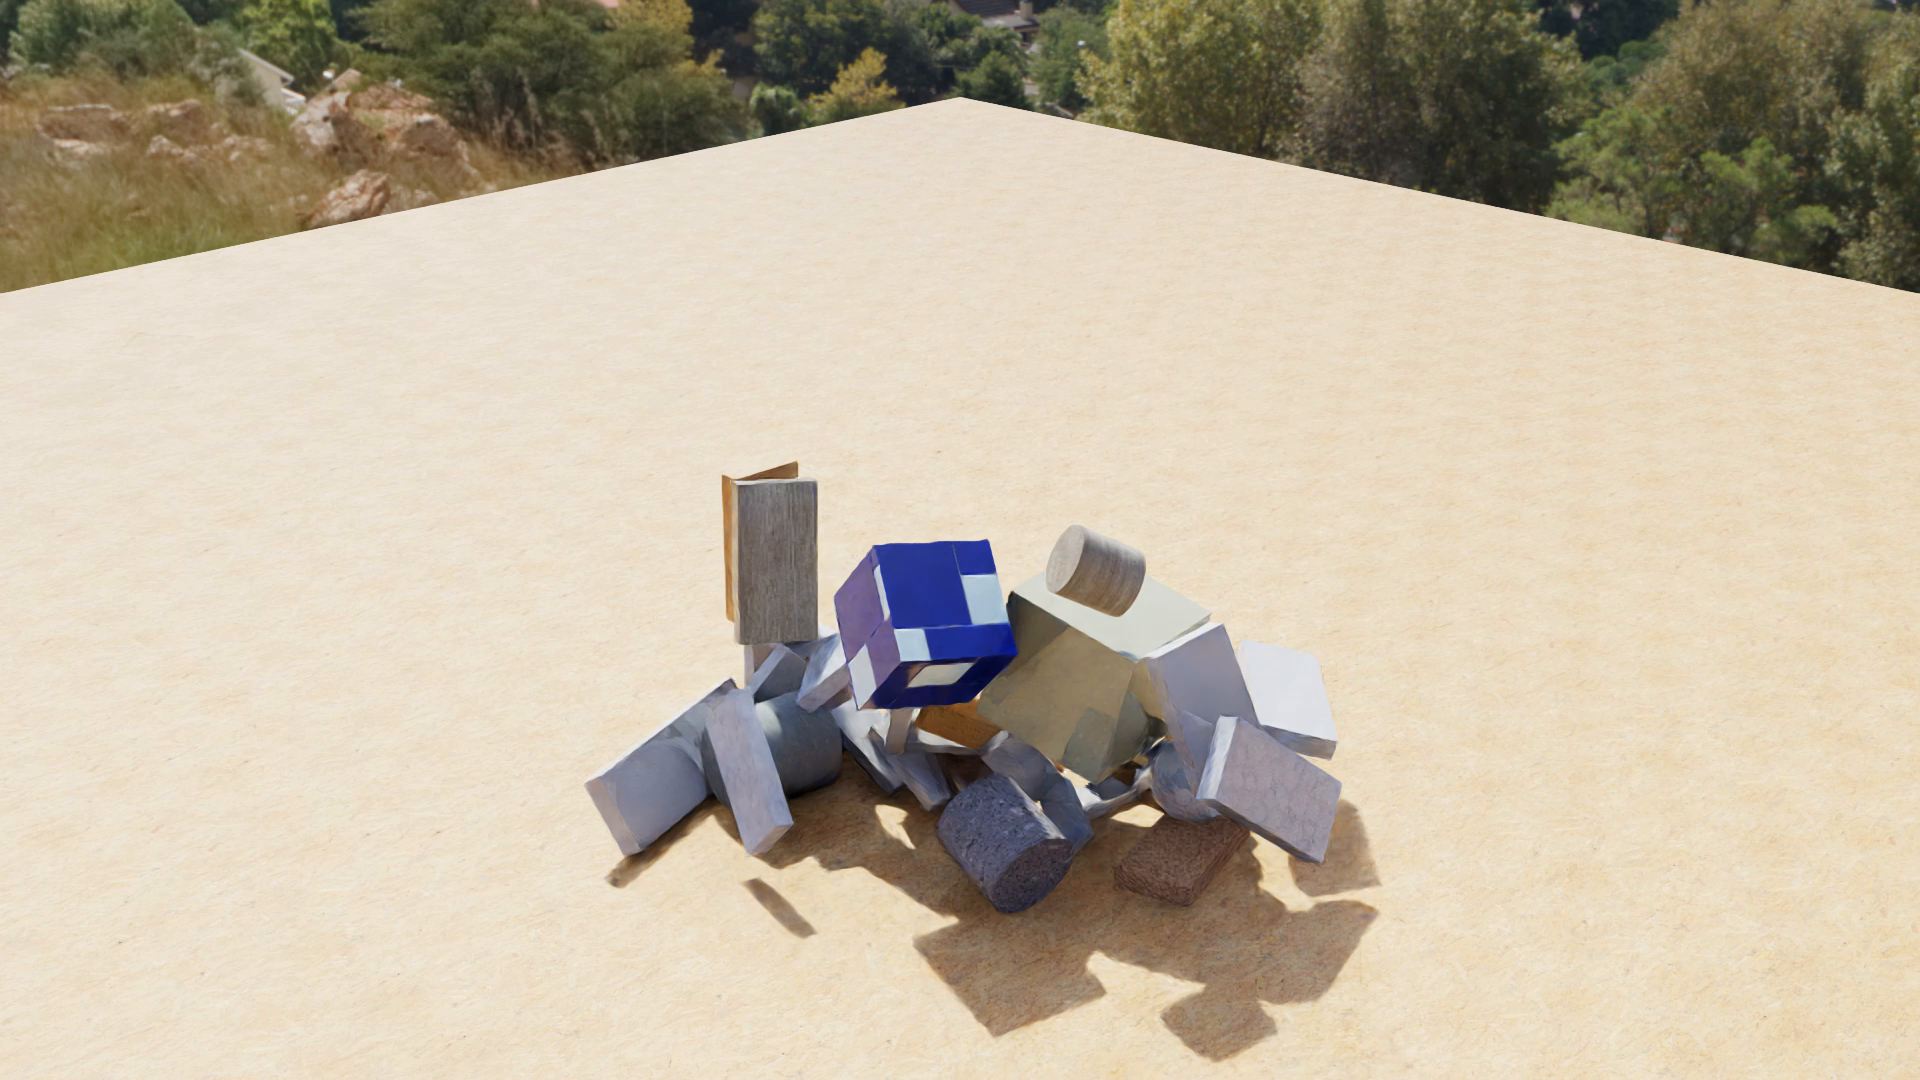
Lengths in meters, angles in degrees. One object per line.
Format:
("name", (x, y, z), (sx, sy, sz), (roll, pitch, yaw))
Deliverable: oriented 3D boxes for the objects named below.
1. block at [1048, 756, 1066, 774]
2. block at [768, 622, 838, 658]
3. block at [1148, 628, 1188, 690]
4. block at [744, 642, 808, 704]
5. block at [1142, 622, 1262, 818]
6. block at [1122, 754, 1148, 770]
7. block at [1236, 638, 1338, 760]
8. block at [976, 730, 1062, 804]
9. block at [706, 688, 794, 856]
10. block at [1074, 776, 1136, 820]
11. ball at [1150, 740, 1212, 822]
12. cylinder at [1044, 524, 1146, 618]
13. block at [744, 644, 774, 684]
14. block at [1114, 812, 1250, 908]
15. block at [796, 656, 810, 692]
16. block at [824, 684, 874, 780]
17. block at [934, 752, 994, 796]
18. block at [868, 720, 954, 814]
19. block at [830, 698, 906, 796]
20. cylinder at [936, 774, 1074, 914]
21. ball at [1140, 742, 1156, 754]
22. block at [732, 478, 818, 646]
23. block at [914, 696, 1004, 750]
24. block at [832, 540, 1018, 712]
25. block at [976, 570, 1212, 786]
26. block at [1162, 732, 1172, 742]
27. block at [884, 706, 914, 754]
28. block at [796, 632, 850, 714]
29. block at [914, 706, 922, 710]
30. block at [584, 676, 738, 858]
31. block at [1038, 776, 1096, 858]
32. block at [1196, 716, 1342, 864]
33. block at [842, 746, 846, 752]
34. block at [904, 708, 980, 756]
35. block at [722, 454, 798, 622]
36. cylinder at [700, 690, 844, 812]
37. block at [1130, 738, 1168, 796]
("block", (0.159, 0.442, 4.604), (0.023, 0.082, 0.165), (20, 4, -45))
("block", (-0.373, 0.192, 4.702), (0.110, 0.031, 0.220), (-19, 30, -38))
("block", (0.468, 0.277, 4.913), (0.075, 0.150, 0.021), (10, 3, 31))
("block", (-0.404, 0.324, 4.558), (0.030, 0.215, 0.108), (36, -3, 36))
("block", (0.472, 0.335, 4.118), (0.162, 0.324, 0.046), (-25, 11, -25))
("block", (0.307, 0.435, 4.551), (0.150, 0.021, 0.075), (25, -19, -19))
("block", (0.654, 0.317, 4.426), (0.162, 0.046, 0.324), (13, 28, -7))
("block", (0.124, 0.453, 4.409), (0.099, 0.198, 0.028), (-36, 40, 4))
("block", (-0.405, 0.443, 4.209), (0.039, 0.139, 0.285), (-5, 63, -34))
("block", (0.270, 0.530, 4.482), (0.165, 0.023, 0.082), (-18, 29, -36))
("ball", (0.458, 0.470, 4.324), (0.171, 0.171, 0.171), (0, 23, 0))
("cylinder", (0.249, 0.057, 4.039), (0.134, 0.134, 0.134), (24, 16, -20))
("block", (-0.416, 0.290, 4.795), (0.110, 0.221, 0.031), (-21, 32, -40))
("block", (0.437, 0.604, 4.281), (0.154, 0.044, 0.309), (12, 26, 26))
("block", (-0.316, 0.330, 4.701), (0.110, 0.221, 0.031), (-21, 30, -40))
("block", (-0.210, 0.394, 4.617), (0.108, 0.030, 0.215), (-28, 68, -41))
("block", (0.024, 0.468, 4.497), (0.111, 0.031, 0.222), (-5, 46, -23))
("block", (-0.081, 0.454, 4.526), (0.111, 0.031, 0.222), (-17, 55, -38))
("block", (-0.175, 0.423, 4.566), (0.215, 0.030, 0.108), (46, 46, 16))
("cylinder", (0.084, 0.569, 4.124), (0.185, 0.185, 0.185), (-16, 45, -33))
("ball", (0.341, 0.375, 4.650), (0.177, 0.177, 0.177), (0, 23, 0))
("block", (-0.384, 0.044, 4.561), (0.168, 0.337, 0.048), (-3, 11, -20))
("block", (0.012, 0.356, 4.375), (0.198, 0.099, 0.028), (24, 4, -33))
("block", (-0.070, 0.161, 4.141), (0.235, 0.235, 0.235), (-2, 65, -26))
("block", (0.261, 0.239, 4.301), (0.290, 0.290, 0.290), (30, 33, 25))
("block", (0.566, 0.446, 4.507), (0.309, 0.044, 0.154), (37, 30, 30))
("block", (-0.115, 0.297, 4.392), (0.039, 0.277, 0.139), (6, 53, -6))
("block", (-0.217, 0.223, 4.393), (0.039, 0.277, 0.139), (36, 39, -19))
("block", (-0.065, 0.264, 4.380), (0.028, 0.099, 0.198), (19, -20, -1))
("block", (-0.569, 0.455, 4.473), (0.048, 0.168, 0.481), (-23, 8, 34))
("block", (0.210, 0.546, 4.322), (0.021, 0.075, 0.150), (24, 28, -37))
("block", (0.579, 0.466, 4.089), (0.324, 0.162, 0.046), (33, -24, -35))
("block", (-0.232, 0.433, 4.661), (0.094, 0.013, 0.047), (-24, 3, 42))
("block", (-0.007, 0.382, 4.505), (0.222, 0.031, 0.111), (3, 54, 12))
("block", (-0.421, 0.000, 4.682), (0.168, 0.337, 0.048), (-20, 31, -39))
("cylinder", (-0.382, 0.430, 4.467), (0.206, 0.206, 0.206), (-16, 27, -41))
("block", (0.404, 0.465, 4.569), (0.023, 0.082, 0.165), (47, 28, -5))
